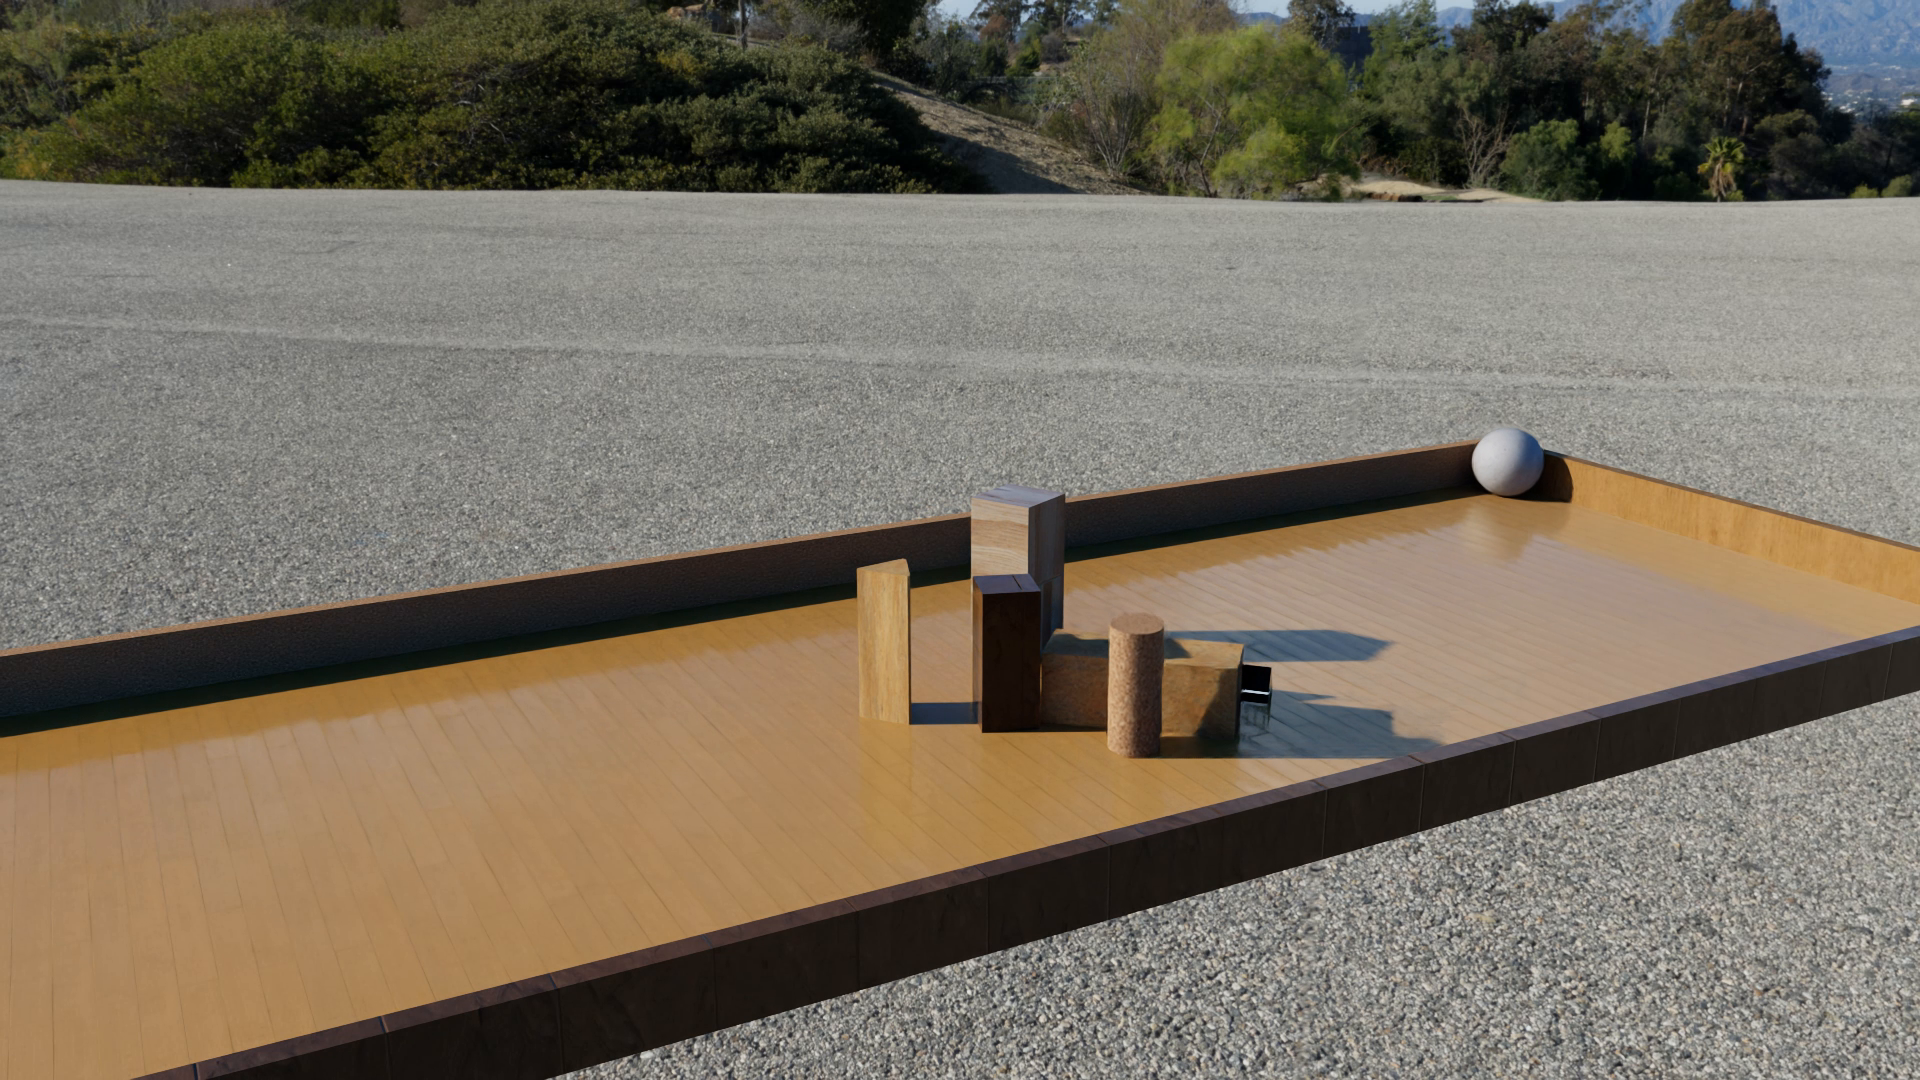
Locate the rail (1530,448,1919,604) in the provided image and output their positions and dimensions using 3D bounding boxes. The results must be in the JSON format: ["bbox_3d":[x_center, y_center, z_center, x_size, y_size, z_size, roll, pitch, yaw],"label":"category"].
[{"bbox_3d":[2.466,-0.048,5.253,0.050,0.150,2.100,-9,18,-27],"label":"rail"}]

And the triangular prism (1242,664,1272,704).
[{"bbox_3d":[0.555,0.329,4.092,0.428,0.077,0.089,5,17,17],"label":"triangular prism"}]

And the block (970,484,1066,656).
[{"bbox_3d":[0.151,0.086,4.319,0.176,0.419,0.176,11,20,34],"label":"block"}]

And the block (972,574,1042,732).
[{"bbox_3d":[0.107,0.263,3.856,0.135,0.340,0.135,-3,17,-9],"label":"block"}]

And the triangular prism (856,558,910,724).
[{"bbox_3d":[-0.155,0.235,3.904,0.135,0.367,0.117,7,18,22],"label":"triangular prism"}]

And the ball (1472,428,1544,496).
[{"bbox_3d":[1.948,-0.278,5.868,0.244,0.244,0.244,0,16,0],"label":"ball"}]

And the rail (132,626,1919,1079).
[{"bbox_3d":[-2.336,1.006,1.665,12.000,0.150,0.050,-9,18,-27],"label":"rail"}]

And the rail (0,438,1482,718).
[{"bbox_3d":[-3.305,0.497,3.399,12.000,0.150,0.050,-9,18,-27],"label":"rail"}]

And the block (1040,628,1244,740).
[{"bbox_3d":[0.431,0.338,3.896,0.453,0.174,0.174,4,17,13],"label":"block"}]

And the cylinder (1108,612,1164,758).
[{"bbox_3d":[0.393,0.325,3.694,0.120,0.303,0.120,-1,21,0],"label":"cylinder"}]
